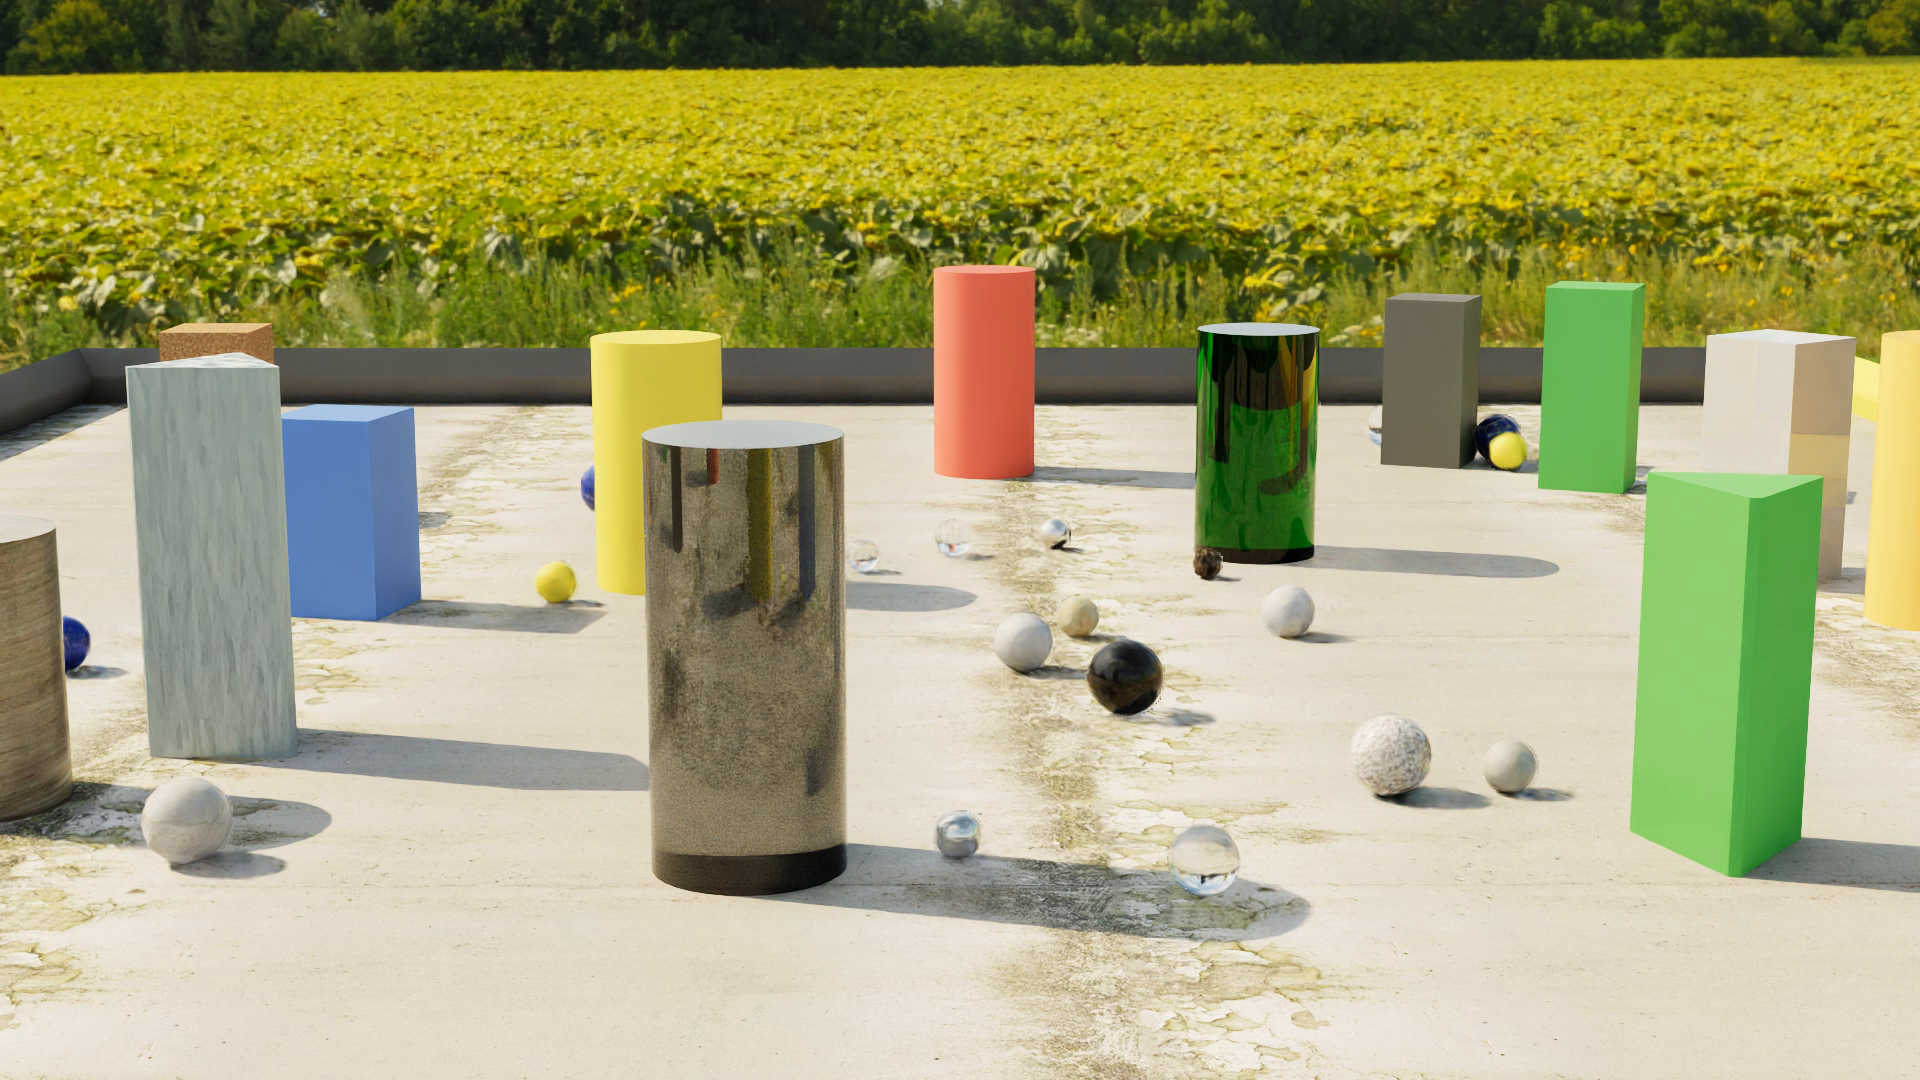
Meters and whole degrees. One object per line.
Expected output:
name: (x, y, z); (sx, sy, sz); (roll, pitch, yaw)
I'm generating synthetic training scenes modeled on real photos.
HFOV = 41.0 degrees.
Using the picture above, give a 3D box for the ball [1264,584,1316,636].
ball: (0.420, 0.090, 3.270); (0.066, 0.066, 0.066); (0, 11, 0)

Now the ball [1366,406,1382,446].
ball: (0.810, -0.215, 4.841); (0.085, 0.085, 0.085); (0, 11, 0)

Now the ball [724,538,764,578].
ball: (-0.305, 0.027, 3.636); (0.057, 0.057, 0.057); (0, 11, 0)

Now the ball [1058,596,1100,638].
ball: (0.151, 0.098, 3.266); (0.053, 0.053, 0.053); (0, 11, 0)

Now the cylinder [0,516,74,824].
cylinder: (-0.975, 0.125, 2.524); (0.179, 0.273, 0.179); (0, 11, 0)

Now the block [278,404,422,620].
block: (-0.820, -0.039, 3.423); (0.143, 0.264, 0.143); (2, 11, 12)

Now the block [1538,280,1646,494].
block: (1.084, -0.264, 4.403); (0.143, 0.344, 0.143); (4, 12, 22)

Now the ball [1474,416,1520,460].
ball: (0.983, -0.186, 4.691); (0.085, 0.085, 0.085); (0, 11, 0)

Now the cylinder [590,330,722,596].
cylinder: (-0.420, -0.110, 3.578); (0.179, 0.347, 0.179); (0, 11, 0)

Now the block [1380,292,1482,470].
block: (0.857, -0.292, 4.668); (0.143, 0.300, 0.143); (5, 12, 23)

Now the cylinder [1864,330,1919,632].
cylinder: (1.283, -0.078, 3.340); (0.179, 0.372, 0.179); (0, 11, 0)

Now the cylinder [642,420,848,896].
cylinder: (-0.192, 0.101, 2.311); (0.179, 0.398, 0.179); (0, 11, 0)

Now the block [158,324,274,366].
block: (-1.196, -0.194, 4.153); (0.143, 0.299, 0.143); (0, 11, -1)

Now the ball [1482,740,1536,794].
ball: (0.551, 0.227, 2.575); (0.053, 0.053, 0.053); (0, 11, 0)

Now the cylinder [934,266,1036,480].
cylinder: (0.043, -0.300, 4.550); (0.179, 0.360, 0.179); (0, 11, 0)

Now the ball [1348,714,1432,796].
ball: (0.430, 0.215, 2.563); (0.082, 0.082, 0.082); (0, 11, 0)

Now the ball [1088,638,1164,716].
ball: (0.186, 0.154, 2.879); (0.086, 0.086, 0.086); (0, 11, 0)

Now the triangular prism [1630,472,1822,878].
triangular prism: (0.694, 0.115, 2.380); (0.134, 0.347, 0.155); (8, 14, 38)

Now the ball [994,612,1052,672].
ball: (0.076, 0.122, 3.085); (0.071, 0.071, 0.071); (0, 11, 0)

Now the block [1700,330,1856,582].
block: (1.151, -0.117, 3.627); (0.143, 0.342, 0.143); (-8, 13, -37)

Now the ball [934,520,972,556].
ball: (-0.010, -0.002, 3.795); (0.054, 0.054, 0.054); (0, 11, 0)

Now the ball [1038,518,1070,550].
ball: (0.142, -0.010, 3.854); (0.047, 0.047, 0.047); (0, 11, 0)

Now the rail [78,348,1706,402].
rail: (-0.012, -0.348, 5.464); (3.736, 0.116, 0.045); (0, 11, 0)

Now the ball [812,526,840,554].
ball: (-0.199, 0.001, 3.810); (0.042, 0.042, 0.042); (0, 11, 0)

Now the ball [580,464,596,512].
ball: (-0.567, -0.084, 4.132); (0.090, 0.090, 0.090); (0, 11, 0)

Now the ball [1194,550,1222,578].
ball: (0.351, 0.034, 3.637); (0.040, 0.040, 0.040); (0, 11, 0)

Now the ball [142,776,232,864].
ball: (-0.709, 0.256, 2.350); (0.079, 0.079, 0.079); (0, 11, 0)

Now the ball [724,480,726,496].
ball: (-0.412, -0.086, 4.240); (0.053, 0.053, 0.053); (0, 11, 0)

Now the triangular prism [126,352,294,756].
triangular prism: (-0.779, 0.013, 2.740); (0.155, 0.413, 0.134); (0, 11, 1)

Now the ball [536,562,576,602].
ball: (-0.547, 0.058, 3.473); (0.055, 0.055, 0.055); (0, 11, 0)

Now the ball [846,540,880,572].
ball: (-0.139, 0.023, 3.680); (0.047, 0.047, 0.047); (0, 11, 0)

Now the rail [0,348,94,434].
rail: (-1.844, 0.032, 3.440); (0.045, 0.116, 4.145); (0, 11, 0)

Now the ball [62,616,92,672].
ball: (-1.080, 0.124, 3.084); (0.068, 0.068, 0.068); (0, 11, 0)

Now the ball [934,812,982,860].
ball: (-0.001, 0.272, 2.363); (0.044, 0.044, 0.044); (0, 11, 0)

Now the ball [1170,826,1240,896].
ball: (0.215, 0.282, 2.257); (0.063, 0.063, 0.063); (0, 11, 0)

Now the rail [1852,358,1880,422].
rail: (1.844, 0.028, 3.460); (0.045, 0.116, 4.145); (0, 11, 0)

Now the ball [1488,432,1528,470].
ball: (0.980, -0.159, 4.589); (0.069, 0.069, 0.069); (0, 11, 0)

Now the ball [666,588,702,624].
ball: (-0.360, 0.086, 3.342); (0.047, 0.047, 0.047); (0, 11, 0)

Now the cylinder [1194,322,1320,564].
cylinder: (0.438, -0.145, 3.797); (0.179, 0.335, 0.179); (0, 11, 0)
